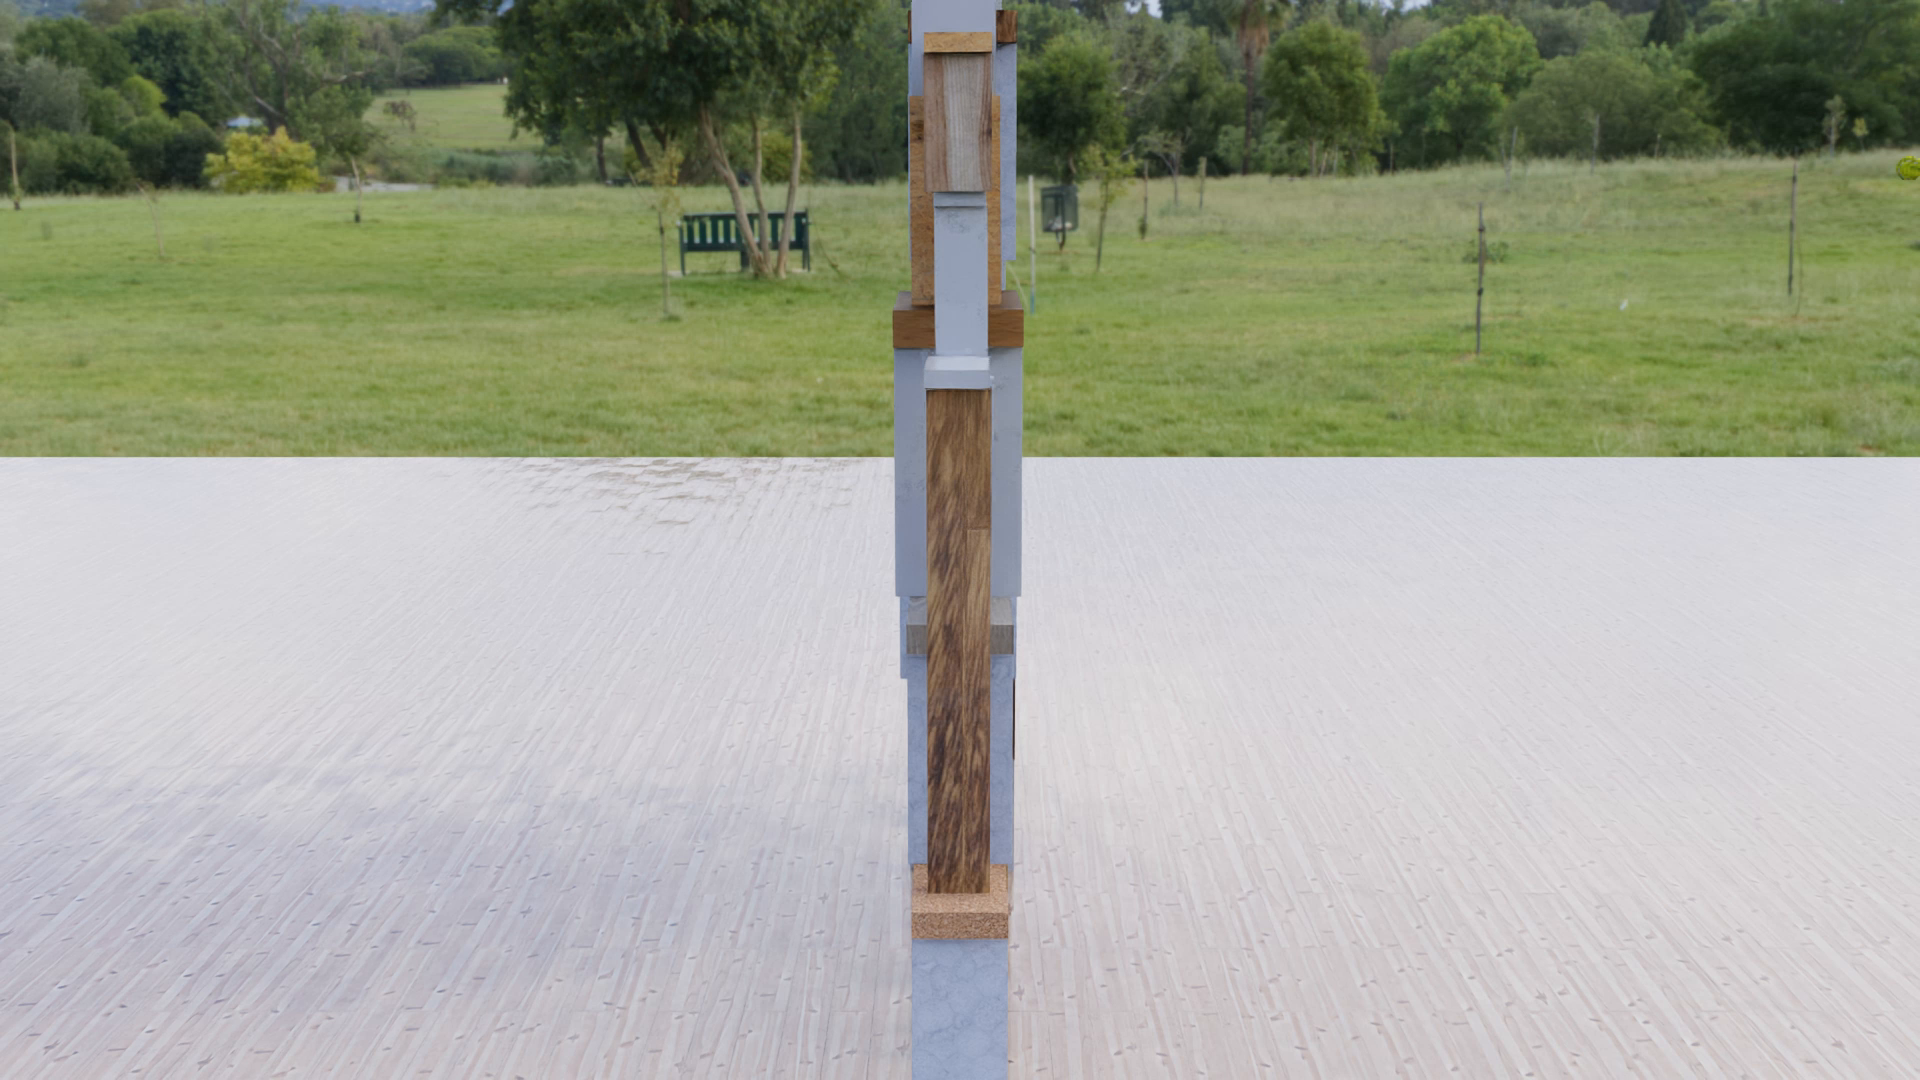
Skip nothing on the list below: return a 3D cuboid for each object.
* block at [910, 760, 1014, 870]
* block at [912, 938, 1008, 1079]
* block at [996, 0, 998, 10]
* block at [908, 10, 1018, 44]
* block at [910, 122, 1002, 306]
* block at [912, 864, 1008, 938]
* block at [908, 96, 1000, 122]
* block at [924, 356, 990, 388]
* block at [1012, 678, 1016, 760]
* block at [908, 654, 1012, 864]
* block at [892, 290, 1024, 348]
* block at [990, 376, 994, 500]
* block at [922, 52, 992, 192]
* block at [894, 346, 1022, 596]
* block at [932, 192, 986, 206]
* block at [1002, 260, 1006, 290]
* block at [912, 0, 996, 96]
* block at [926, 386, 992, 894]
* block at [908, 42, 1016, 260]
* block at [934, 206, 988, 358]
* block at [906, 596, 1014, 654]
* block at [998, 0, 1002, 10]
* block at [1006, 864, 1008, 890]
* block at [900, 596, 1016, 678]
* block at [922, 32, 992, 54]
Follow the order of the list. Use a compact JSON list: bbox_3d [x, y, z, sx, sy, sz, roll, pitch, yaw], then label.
[{"bbox_3d":[0.004,0.389,3.776,0.178,0.356,0.050,0,10,0],"label":"block"},{"bbox_3d":[0.000,0.618,2.845,0.123,0.246,0.035,0,11,0],"label":"block"},{"bbox_3d":[0.004,-0.896,3.299,0.106,0.212,0.030,0,10,0],"label":"block"},{"bbox_3d":[0.004,-0.772,3.335,0.158,0.045,0.316,0,11,0],"label":"block"},{"bbox_3d":[-0.006,-0.448,3.019,0.123,0.247,0.035,0,11,0],"label":"block"},{"bbox_3d":[0.000,0.465,2.900,0.123,0.035,0.246,0,11,0],"label":"block"},{"bbox_3d":[-0.007,-0.602,3.074,0.123,0.035,0.247,0,11,0],"label":"block"},{"bbox_3d":[-0.003,-0.213,2.791,0.081,0.023,0.161,1,11,1],"label":"block"},{"bbox_3d":[0.003,0.111,3.475,0.168,0.473,0.048,0,10,0],"label":"block"},{"bbox_3d":[0.000,0.287,2.953,0.140,0.296,0.040,0,11,0],"label":"block"},{"bbox_3d":[-0.003,-0.316,3.116,0.175,0.050,0.350,0,11,0],"label":"block"},{"bbox_3d":[0.002,-0.133,2.864,0.081,0.161,0.023,0,11,-3],"label":"block"},{"bbox_3d":[-0.003,-0.533,2.810,0.086,0.173,0.024,0,12,0],"label":"block"},{"bbox_3d":[-0.002,-0.098,3.038,0.175,0.350,0.050,0,11,0],"label":"block"},{"bbox_3d":[-0.001,-0.452,2.902,0.069,0.020,0.139,0,10,-1],"label":"block"},{"bbox_3d":[0.000,-0.532,3.597,0.148,0.408,0.042,0,10,0],"label":"block"},{"bbox_3d":[-0.009,-0.714,2.965,0.113,0.227,0.032,0,11,0],"label":"block"},{"bbox_3d":[-0.002,0.132,2.799,0.081,0.657,0.023,0,10,0],"label":"block"},{"bbox_3d":[0.004,-0.575,3.264,0.158,0.316,0.045,0,11,0],"label":"block"},{"bbox_3d":[0.002,-0.249,2.894,0.069,0.378,0.020,0,10,0],"label":"block"},{"bbox_3d":[0.000,0.105,3.014,0.140,0.040,0.280,0,11,0],"label":"block"},{"bbox_3d":[-0.003,-0.839,3.826,0.150,0.301,0.043,0,11,0],"label":"block"},{"bbox_3d":[0.001,0.565,3.093,0.130,0.260,0.037,0,11,0],"label":"block"},{"bbox_3d":[-0.003,-0.054,3.284,0.175,0.526,0.050,0,11,0],"label":"block"},{"bbox_3d":[-0.004,-0.640,2.848,0.086,0.024,0.173,-1,10,-1],"label":"block"}]
